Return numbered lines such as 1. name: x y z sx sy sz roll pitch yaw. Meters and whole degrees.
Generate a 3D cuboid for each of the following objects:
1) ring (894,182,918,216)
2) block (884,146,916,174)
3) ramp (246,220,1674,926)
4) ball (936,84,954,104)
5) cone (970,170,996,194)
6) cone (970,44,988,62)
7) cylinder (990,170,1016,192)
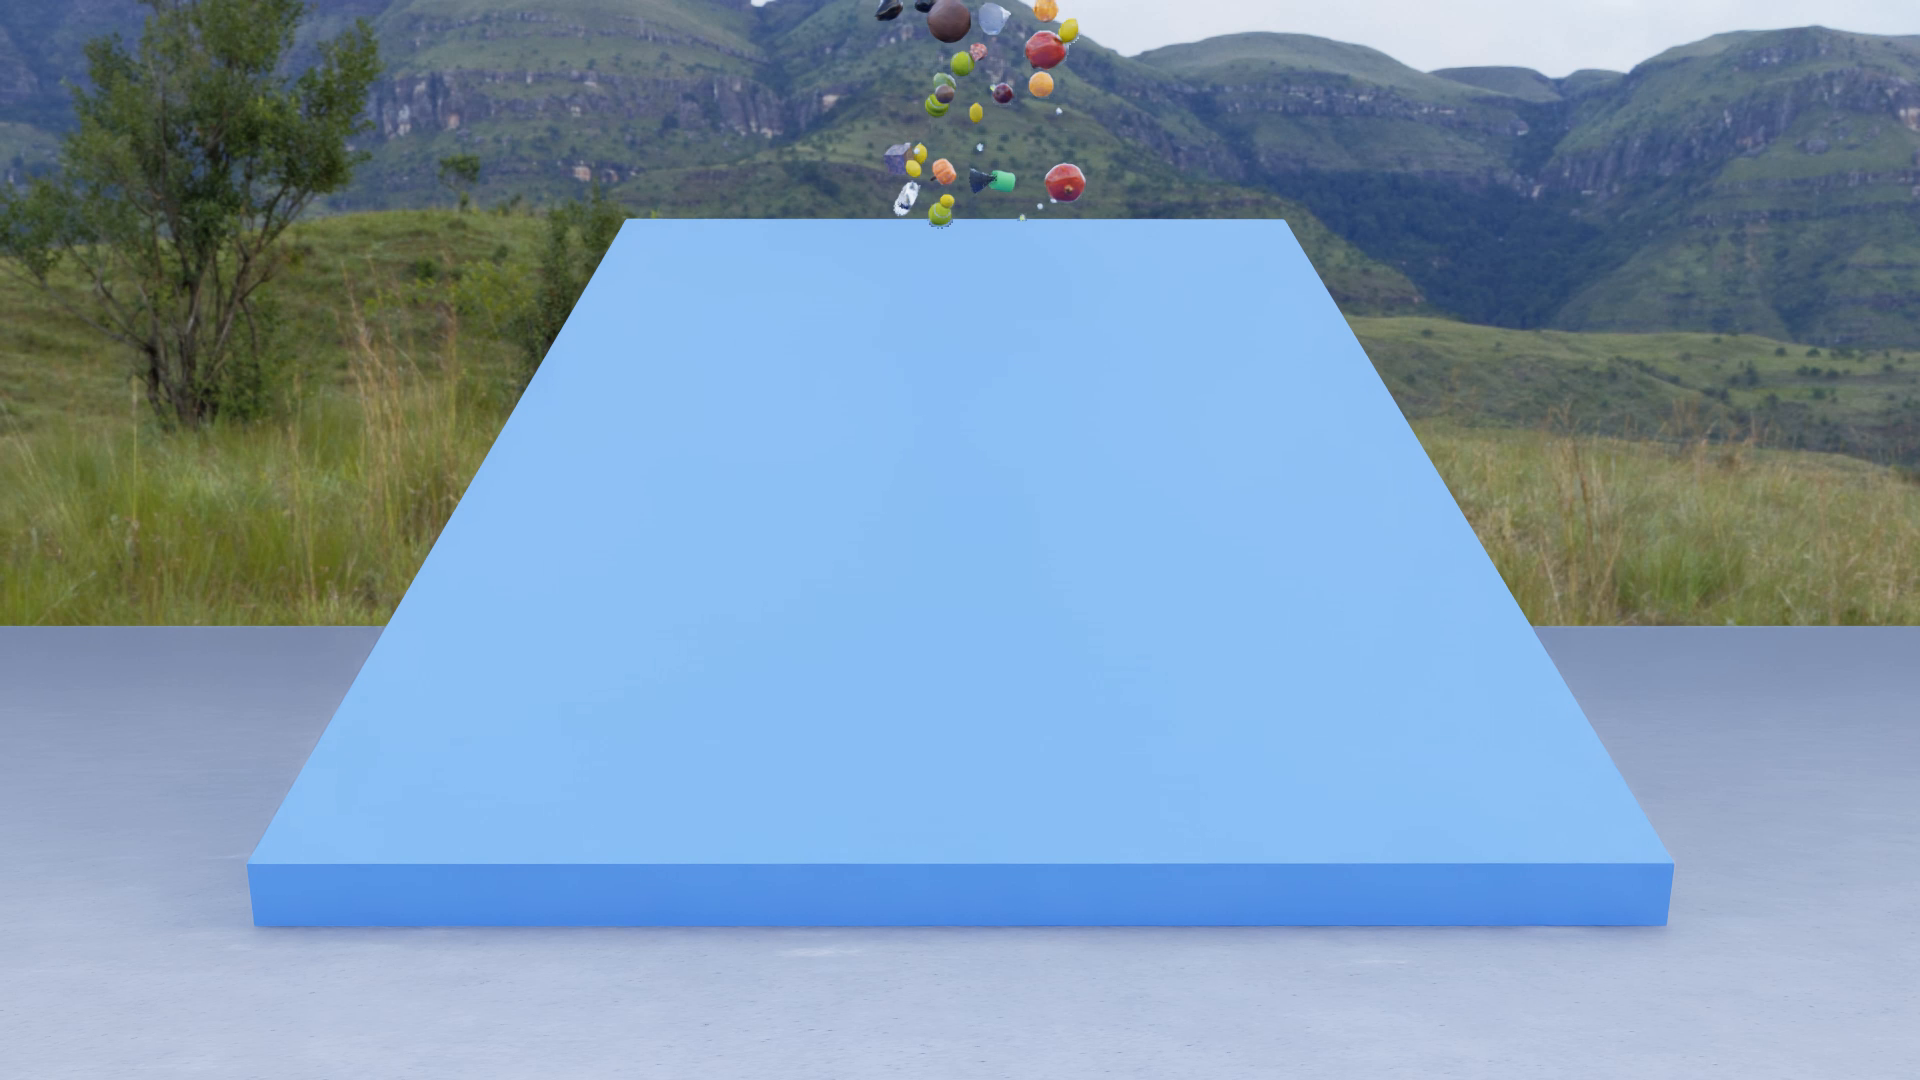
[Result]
1. ring: -0.161 -1.028 6.867 0.036 0.109 0.109 26 -10 -16
2. block: -0.178 -1.125 6.752 0.064 0.064 0.064 5 37 27
3. ramp: -0.006 -0.214 5.079 2.000 0.100 4.000 0 21 0
4. ball: -0.043 -1.265 6.469 0.055 0.055 0.055 0 -2 0
5. cone: 0.075 -1.054 6.671 0.072 0.072 0.072 -6 -4 22
6. cone: 0.046 -1.378 6.496 0.054 0.054 0.054 11 -44 11
7. cylinder: 0.124 -1.054 6.701 0.056 0.056 0.056 9 -6 -26
